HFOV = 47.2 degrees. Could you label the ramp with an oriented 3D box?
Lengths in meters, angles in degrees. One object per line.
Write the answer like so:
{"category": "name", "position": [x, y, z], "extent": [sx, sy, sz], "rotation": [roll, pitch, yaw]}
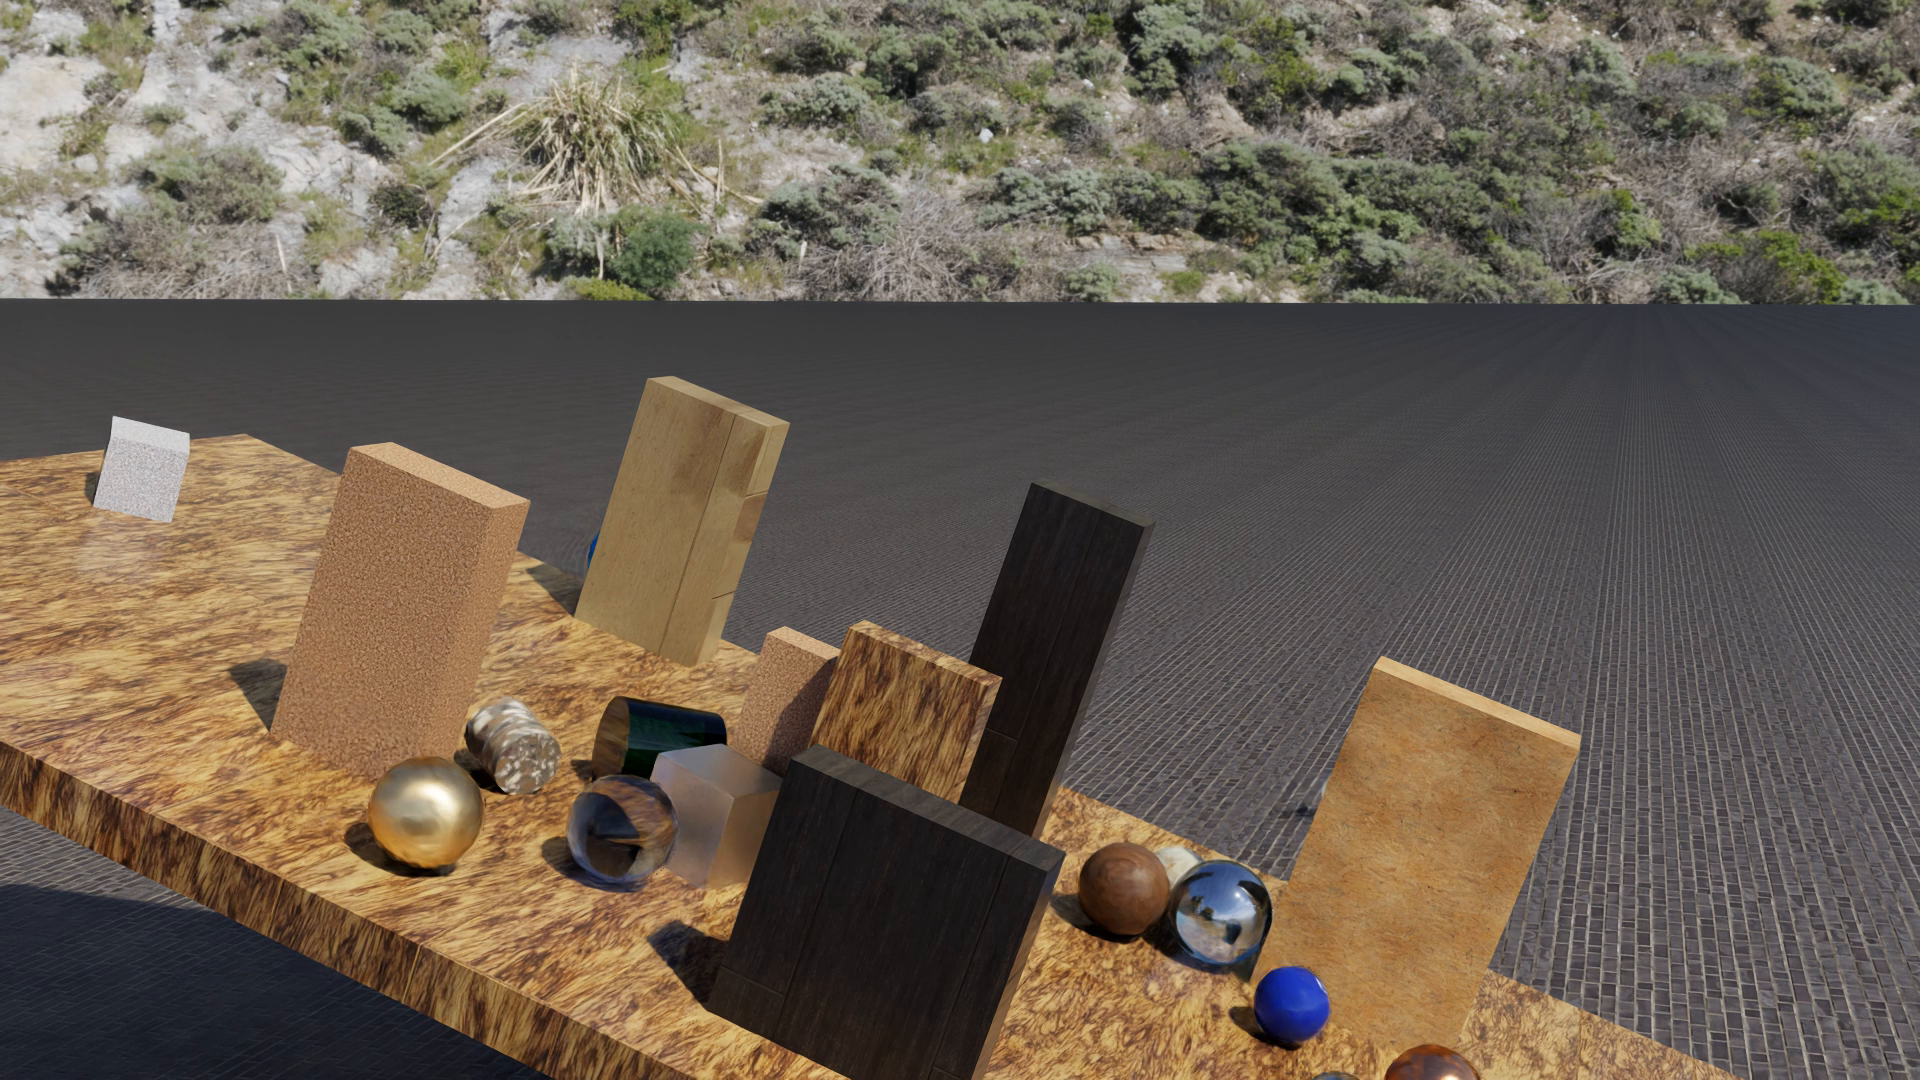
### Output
{"category": "ramp", "position": [-0.337, 0.621, 4.213], "extent": [4.000, 0.100, 2.000], "rotation": [22, 12, 14]}

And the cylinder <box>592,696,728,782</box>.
{"category": "cylinder", "position": [-0.565, 0.403, 4.125], "extent": [0.193, 0.193, 0.193], "rotation": [13, 0, -27]}

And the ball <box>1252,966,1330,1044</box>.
{"category": "ball", "position": [0.611, 0.856, 4.054], "extent": [0.140, 0.140, 0.140], "rotation": [0, 7, 0]}

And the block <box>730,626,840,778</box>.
{"category": "block", "position": [-0.258, 0.412, 4.047], "extent": [0.324, 0.407, 0.089], "rotation": [22, 12, 14]}

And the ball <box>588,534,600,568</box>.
{"category": "ball", "position": [-0.799, 0.051, 5.306], "extent": [0.197, 0.197, 0.197], "rotation": [0, 7, 0]}

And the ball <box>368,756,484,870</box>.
{"category": "ball", "position": [-0.860, 0.439, 3.543], "extent": [0.182, 0.182, 0.182], "rotation": [0, 7, 0]}

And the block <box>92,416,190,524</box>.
{"category": "block", "position": [-1.782, -0.154, 4.790], "extent": [0.162, 0.162, 0.162], "rotation": [14, 13, -23]}

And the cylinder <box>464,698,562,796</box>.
{"category": "cylinder", "position": [-0.813, 0.374, 4.000], "extent": [0.130, 0.130, 0.130], "rotation": [-5, 29, -37]}

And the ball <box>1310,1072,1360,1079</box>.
{"category": "ball", "position": [0.625, 0.953, 3.648], "extent": [0.140, 0.140, 0.140], "rotation": [0, 7, 0]}

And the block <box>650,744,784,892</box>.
{"category": "block", "position": [-0.442, 0.494, 3.939], "extent": [0.182, 0.182, 0.182], "rotation": [26, 14, 29]}

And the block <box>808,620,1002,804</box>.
{"category": "block", "position": [-0.140, 0.429, 3.936], "extent": [0.274, 0.498, 0.087], "rotation": [22, 12, 14]}

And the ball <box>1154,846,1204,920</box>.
{"category": "ball", "position": [0.437, 0.697, 4.466], "extent": [0.149, 0.149, 0.149], "rotation": [0, 7, 0]}

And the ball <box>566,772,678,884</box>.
{"category": "ball", "position": [-0.575, 0.490, 3.740], "extent": [0.187, 0.187, 0.187], "rotation": [0, 7, 0]}

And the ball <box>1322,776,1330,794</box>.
{"category": "ball", "position": [1.317, 0.865, 7.487], "extent": [0.172, 0.172, 0.172], "rotation": [0, 7, 0]}

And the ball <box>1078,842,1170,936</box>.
{"category": "ball", "position": [0.319, 0.680, 4.288], "extent": [0.181, 0.181, 0.181], "rotation": [0, 7, 0]}

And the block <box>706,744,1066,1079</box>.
{"category": "block", "position": [-0.116, 0.601, 3.370], "extent": [0.427, 0.433, 0.115], "rotation": [22, 12, 14]}

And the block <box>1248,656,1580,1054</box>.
{"category": "block", "position": [0.867, 0.618, 4.216], "extent": [0.400, 0.678, 0.134], "rotation": [22, 12, 14]}

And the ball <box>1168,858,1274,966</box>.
{"category": "ball", "position": [0.509, 0.728, 4.305], "extent": [0.206, 0.206, 0.206], "rotation": [0, 7, 0]}

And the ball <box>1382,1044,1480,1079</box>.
{"category": "ball", "position": [0.818, 0.965, 3.807], "extent": [0.177, 0.177, 0.177], "rotation": [0, 7, 0]}

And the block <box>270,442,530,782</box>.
{"category": "block", "position": [-0.980, 0.136, 3.845], "extent": [0.289, 0.538, 0.132], "rotation": [22, 12, 14]}

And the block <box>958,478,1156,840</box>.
{"category": "block", "position": [0.150, 0.268, 4.495], "extent": [0.246, 0.746, 0.111], "rotation": [22, 12, 14]}

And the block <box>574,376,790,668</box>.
{"category": "block", "position": [-0.639, -0.044, 5.038], "extent": [0.308, 0.587, 0.136], "rotation": [22, 12, 14]}
